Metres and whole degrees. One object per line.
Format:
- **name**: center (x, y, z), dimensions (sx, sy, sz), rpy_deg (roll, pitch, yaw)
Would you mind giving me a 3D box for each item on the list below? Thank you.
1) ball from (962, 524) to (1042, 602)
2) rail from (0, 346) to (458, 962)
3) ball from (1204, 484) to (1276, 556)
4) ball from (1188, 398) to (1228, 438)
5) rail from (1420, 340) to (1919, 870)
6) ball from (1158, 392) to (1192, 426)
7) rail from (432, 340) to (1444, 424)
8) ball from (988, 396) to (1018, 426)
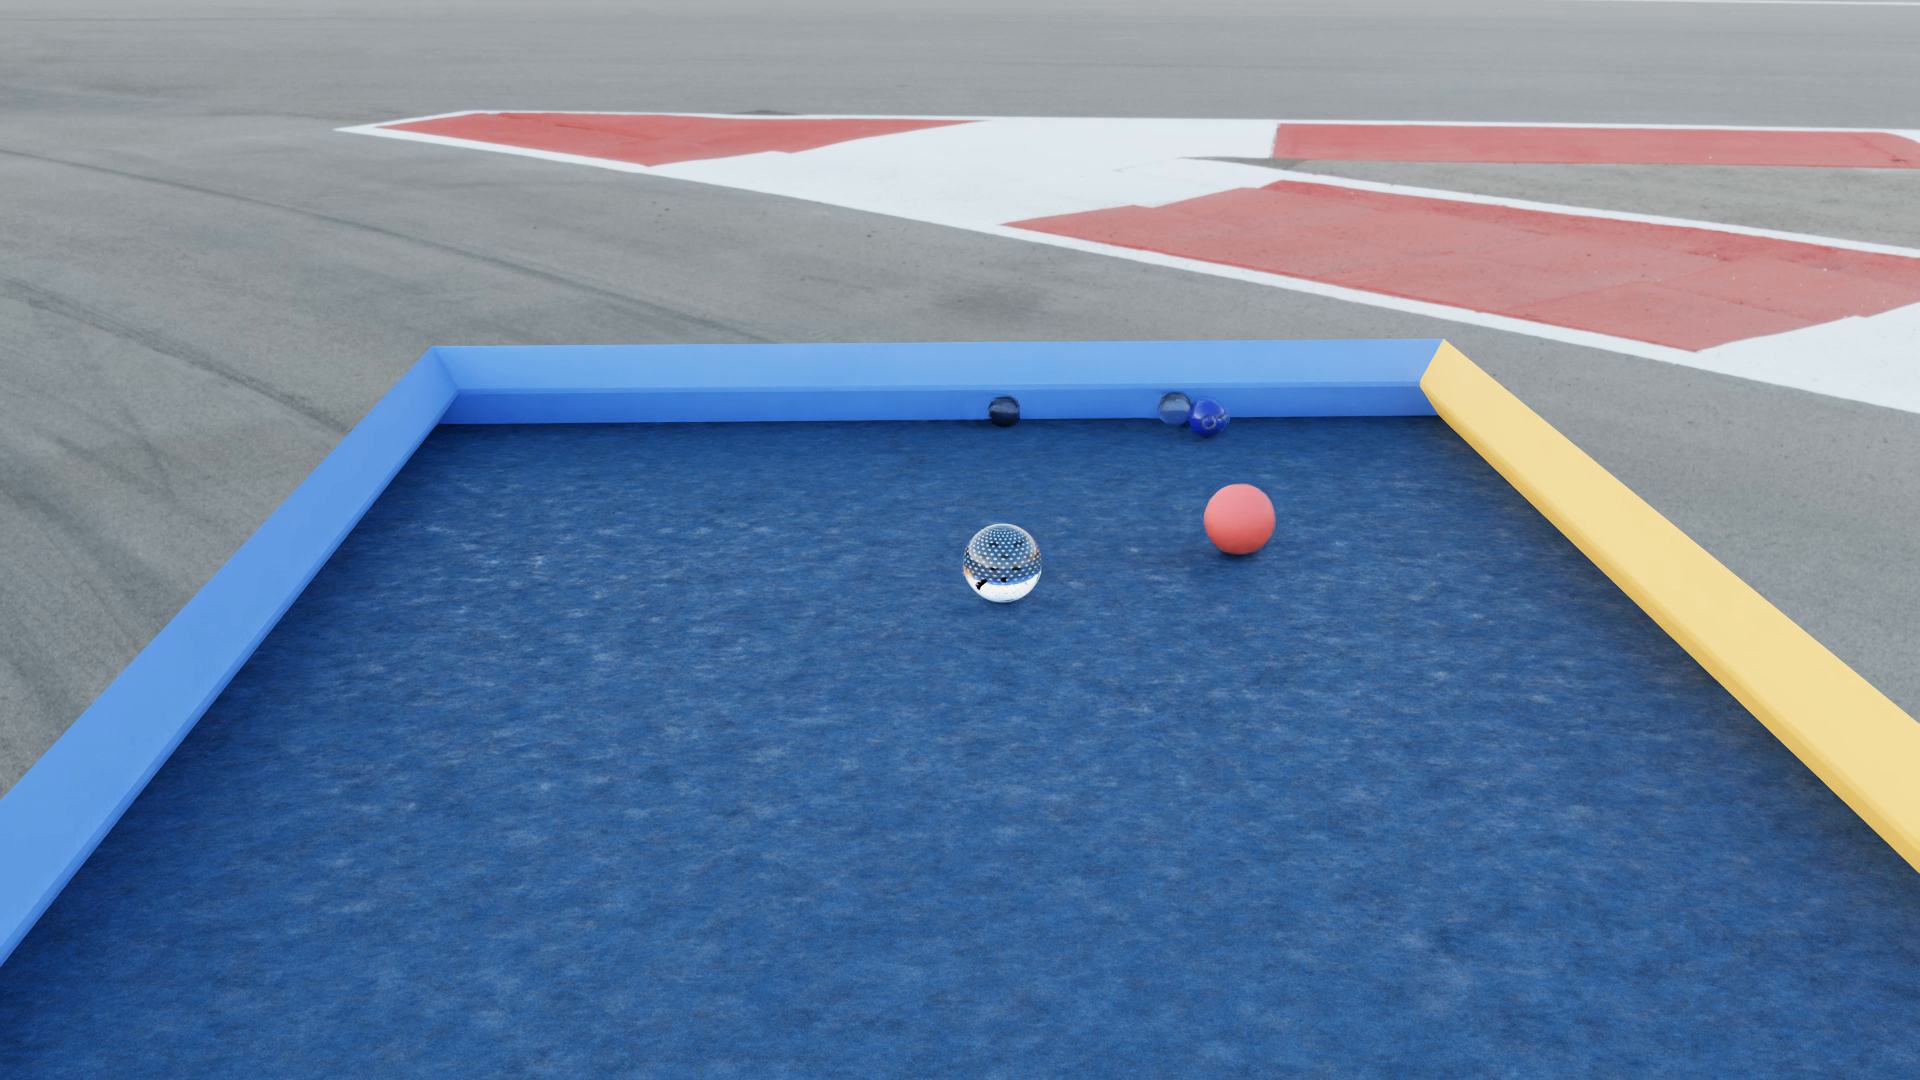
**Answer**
- **ball**: center (0.048, 0.026, 2.508), dimensions (0.091, 0.091, 0.091), rpy_deg (0, 17, 0)
- **rail**: center (-0.717, 0.199, 1.882), dimensions (0.045, 0.118, 3.014), rpy_deg (-1, 17, -2)
- **ball**: center (0.342, -0.025, 2.685), dimensions (0.087, 0.087, 0.087), rpy_deg (0, 17, 0)
- **ball**: center (0.367, -0.181, 3.255), dimensions (0.057, 0.057, 0.057), rpy_deg (0, 17, 0)
- **rail**: center (0.773, 0.183, 1.935), dimensions (0.045, 0.118, 3.014), rpy_deg (-1, 17, -2)
- **ball**: center (0.325, -0.197, 3.320), dimensions (0.051, 0.051, 0.051), rpy_deg (0, 17, 0)
- **rail**: center (-0.027, -0.236, 3.328), dimensions (1.538, 0.118, 0.045), rpy_deg (-1, 17, -2)
- **ball**: center (0.065, -0.194, 3.317), dimensions (0.046, 0.046, 0.046), rpy_deg (0, 17, 0)
